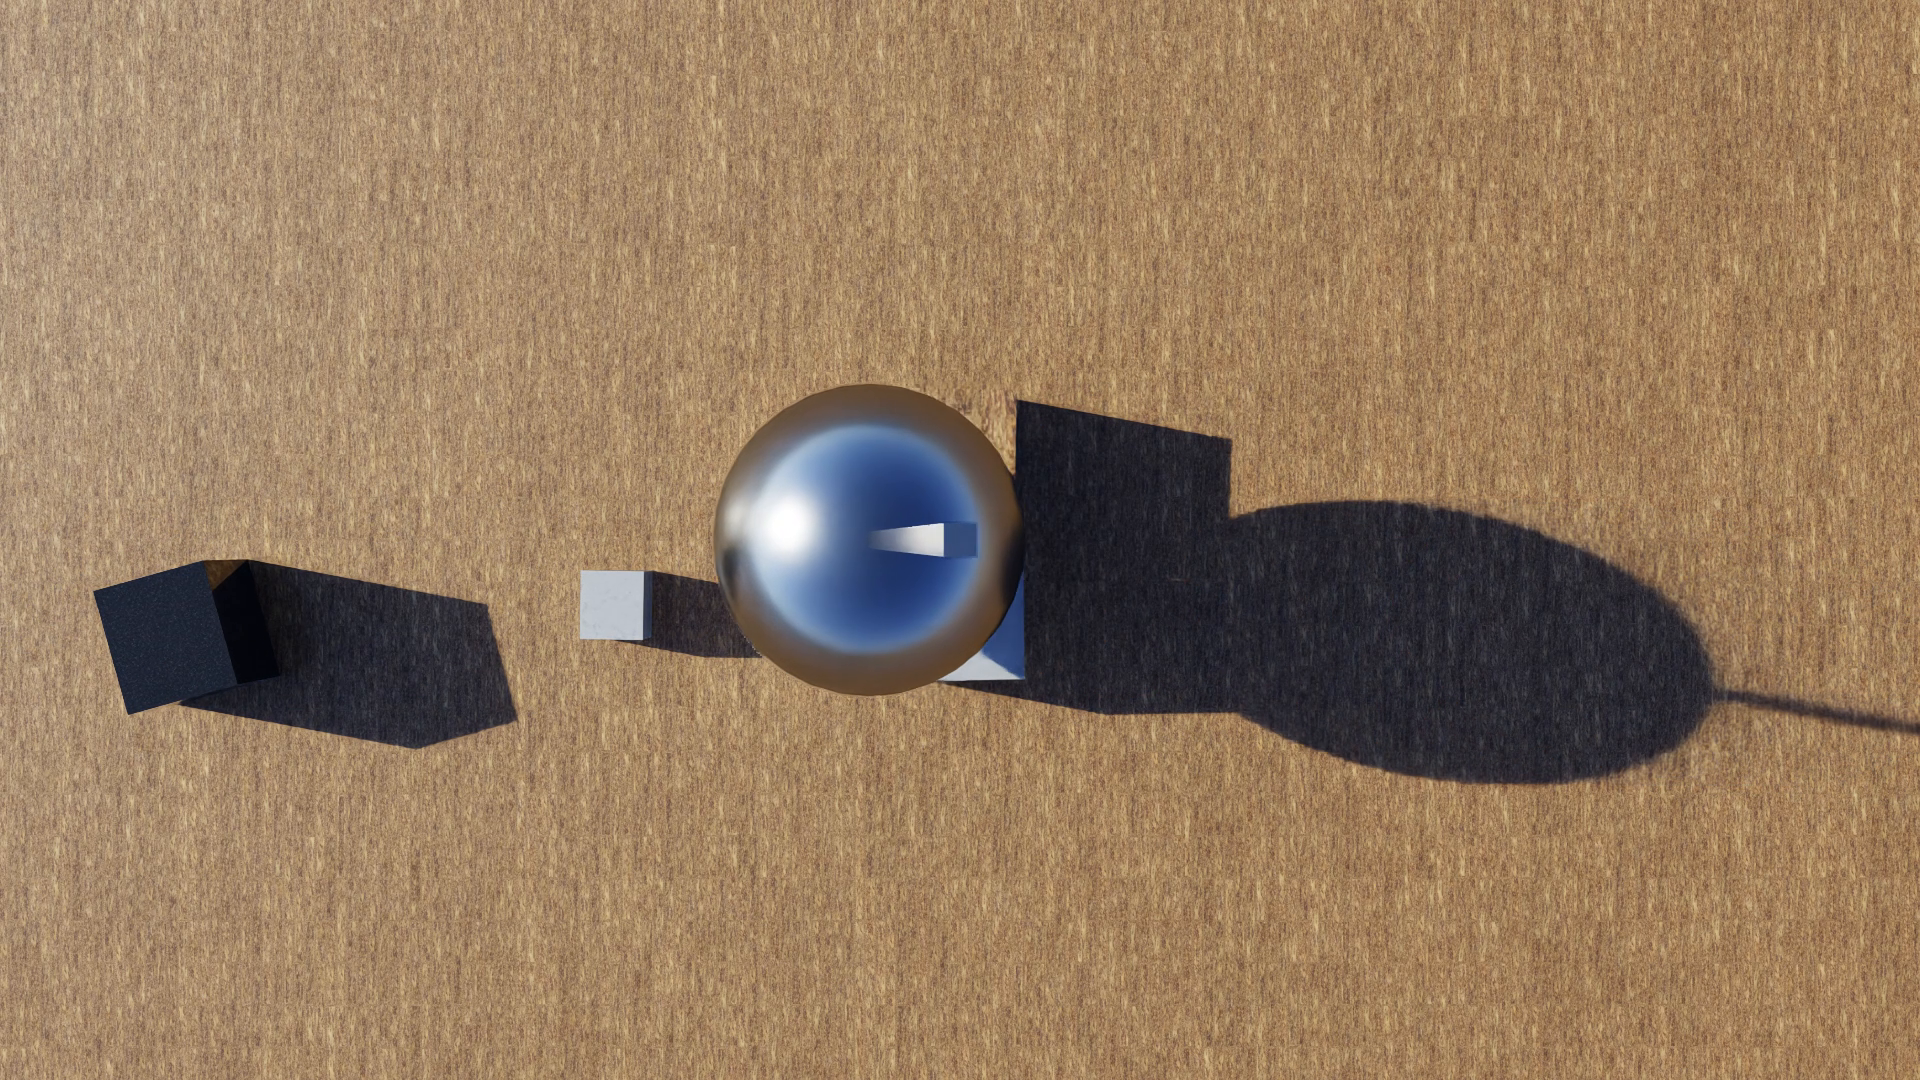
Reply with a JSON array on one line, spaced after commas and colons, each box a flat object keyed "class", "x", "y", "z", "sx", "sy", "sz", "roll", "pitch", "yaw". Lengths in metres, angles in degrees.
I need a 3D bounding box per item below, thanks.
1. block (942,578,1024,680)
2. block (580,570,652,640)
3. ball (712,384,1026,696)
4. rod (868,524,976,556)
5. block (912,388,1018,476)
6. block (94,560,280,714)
[{"class": "block", "x": -0.038, "y": 0.430, "z": 12.648, "sx": 0.788, "sy": 0.703, "sz": 0.710, "roll": -1, "pitch": 90, "yaw": 0}, {"class": "block", "x": -2.001, "y": 0.375, "z": 12.817, "sx": 0.362, "sy": 0.366, "sz": 0.393, "roll": 1, "pitch": 90, "yaw": 0}, {"class": "ball", "x": -0.460, "y": 0.000, "z": 11.238, "sx": 1.600, "sy": 1.600, "sz": 1.600, "roll": 0, "pitch": 90, "yaw": 0}, {"class": "rod", "x": -0.199, "y": 0.000, "z": 7.848, "sx": 0.080, "sy": 5.200, "sz": 0.080, "roll": 0, "pitch": 90, "yaw": -4}, {"class": "block", "x": -0.075, "y": -0.430, "z": 12.650, "sx": 0.766, "sy": 0.700, "sz": 0.832, "roll": 2, "pitch": 90, "yaw": 0}, {"class": "block", "x": -4.421, "y": 0.544, "z": 12.616, "sx": 0.634, "sy": 0.767, "sz": 0.717, "roll": -16, "pitch": 90, "yaw": 0}]
